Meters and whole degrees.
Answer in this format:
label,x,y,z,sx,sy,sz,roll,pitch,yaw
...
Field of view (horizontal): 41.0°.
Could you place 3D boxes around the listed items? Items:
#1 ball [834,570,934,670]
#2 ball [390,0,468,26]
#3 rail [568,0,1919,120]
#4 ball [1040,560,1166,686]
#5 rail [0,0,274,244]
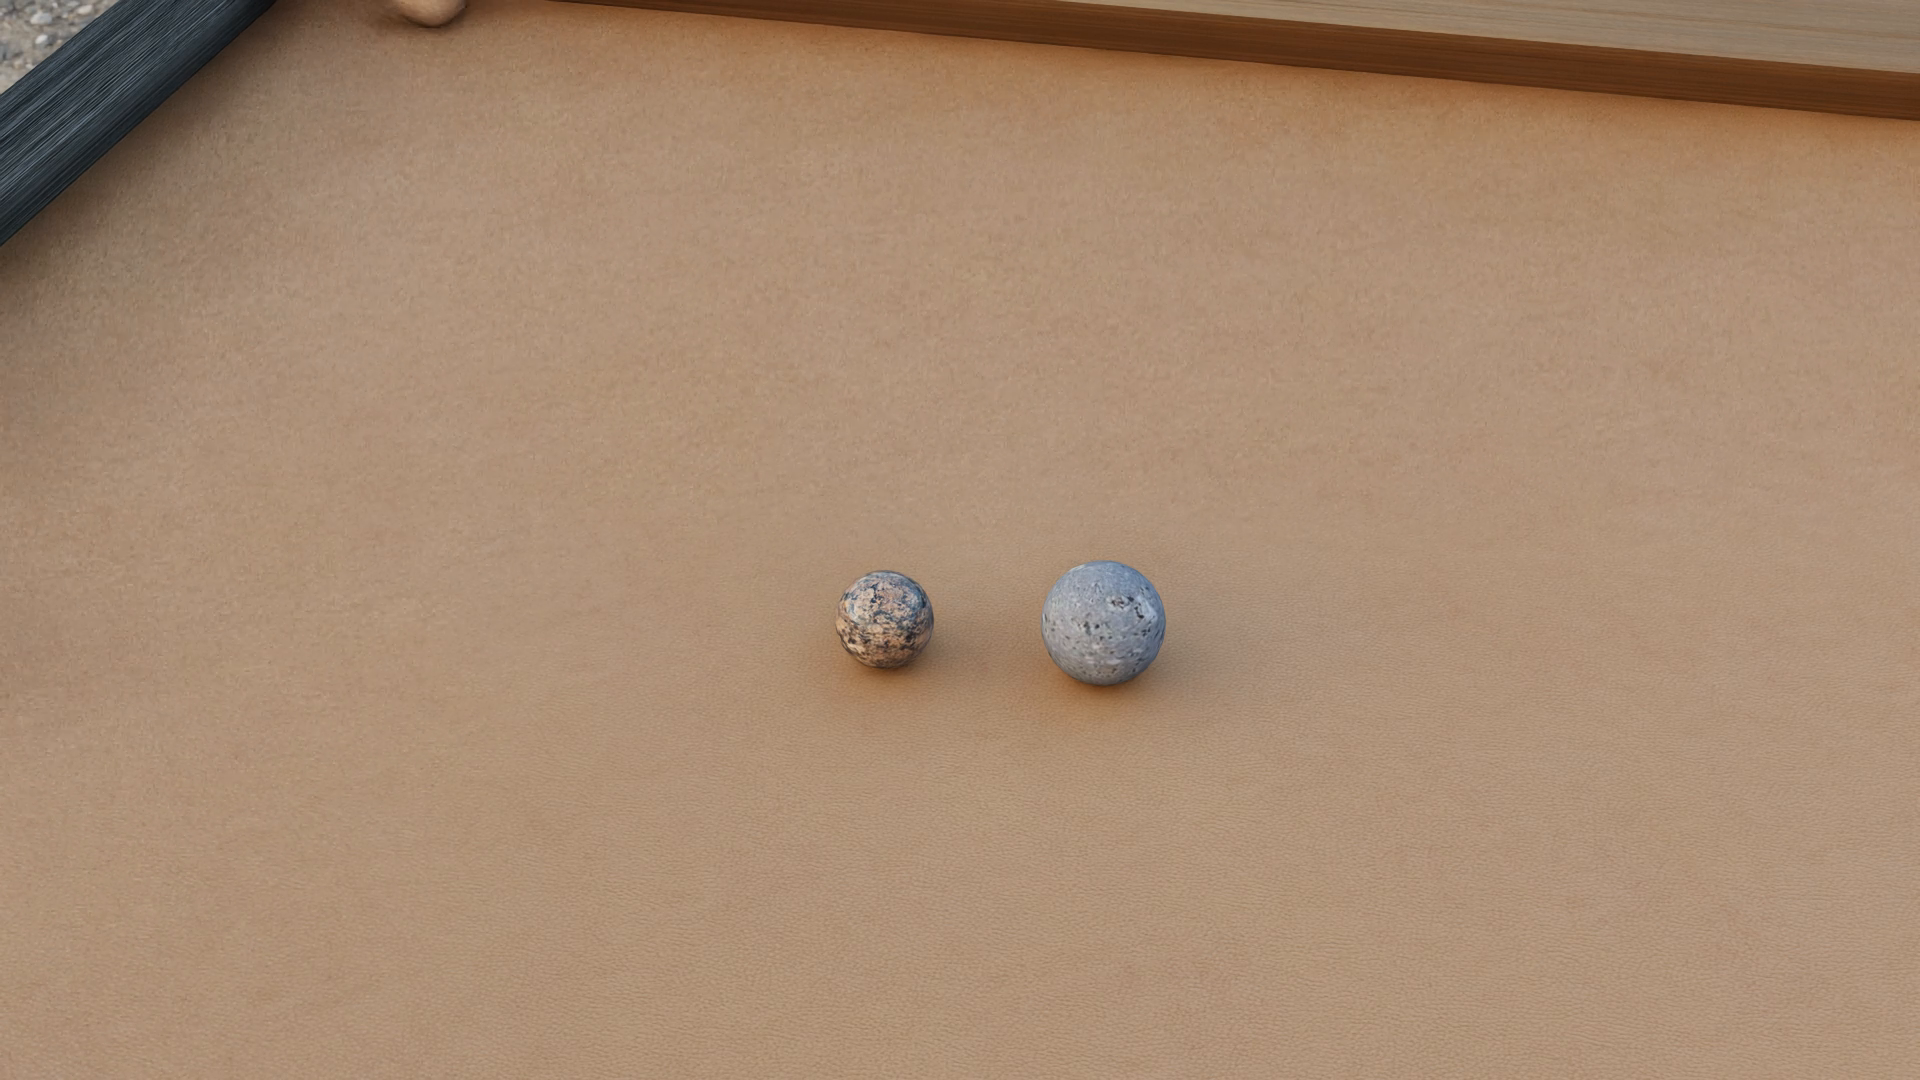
label,x,y,z,sx,sy,sz,roll,pitch,yaw
ball,-0.053,0.056,1.813,0.070,0.070,0.070,0,34,0
ball,-0.571,-0.597,2.754,0.090,0.090,0.090,0,34,0
rail,1.162,-0.437,2.485,3.908,0.126,0.045,7,35,10
ball,0.100,0.058,1.795,0.088,0.088,0.088,0,34,0
rail,-0.931,-0.133,2.040,0.045,0.126,1.994,7,35,10
